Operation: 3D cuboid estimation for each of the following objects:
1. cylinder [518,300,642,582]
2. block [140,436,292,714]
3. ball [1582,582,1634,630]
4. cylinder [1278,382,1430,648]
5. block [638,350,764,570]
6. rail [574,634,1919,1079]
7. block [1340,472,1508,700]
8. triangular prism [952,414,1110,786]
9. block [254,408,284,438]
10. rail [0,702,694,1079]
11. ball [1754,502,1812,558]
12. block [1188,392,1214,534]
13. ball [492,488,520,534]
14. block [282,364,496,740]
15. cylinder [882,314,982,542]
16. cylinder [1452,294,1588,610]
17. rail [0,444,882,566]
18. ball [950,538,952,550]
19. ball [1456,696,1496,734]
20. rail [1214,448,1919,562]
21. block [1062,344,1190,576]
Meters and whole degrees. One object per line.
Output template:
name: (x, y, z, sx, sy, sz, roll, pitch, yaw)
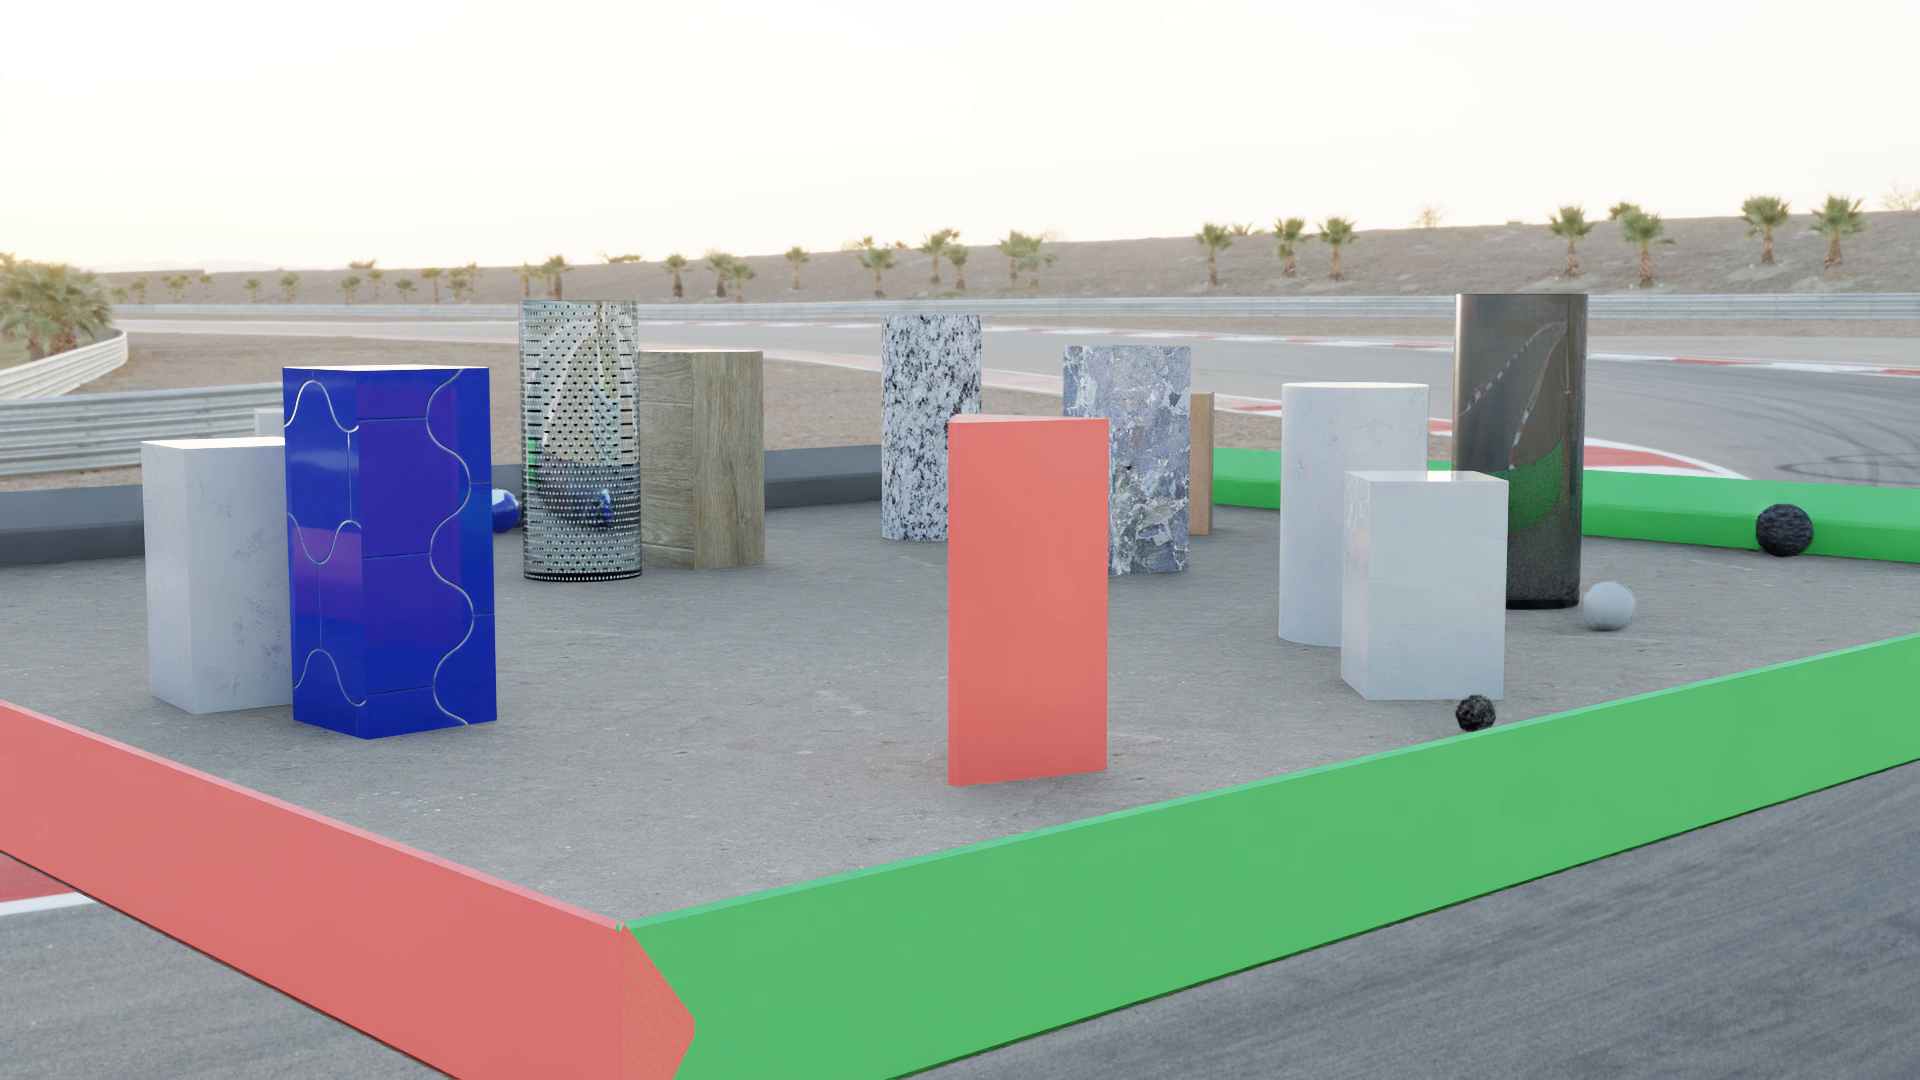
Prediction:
cylinder: (-0.635, -0.169, 3.681, 0.196, 0.460, 0.196, 0, 6, 0)
block: (-0.830, 0.035, 2.523, 0.157, 0.294, 0.157, -4, 7, -36)
ball: (0.903, 0.092, 3.062, 0.069, 0.069, 0.069, 0, 6, 0)
cylinder: (0.534, -0.039, 2.990, 0.196, 0.344, 0.196, 0, 6, 0)
block: (-0.456, -0.146, 3.870, 0.157, 0.373, 0.157, -6, 8, -44)
rail: (1.002, 0.146, 2.251, 3.248, 0.128, 0.045, -5, 8, -42)
block: (0.543, 0.050, 2.587, 0.157, 0.251, 0.157, 0, 6, -1)
triangular prism: (0.034, 0.050, 2.151, 0.170, 0.341, 0.147, -3, 7, -27)
block: (-1.049, -0.068, 3.553, 0.157, 0.284, 0.157, -2, 6, -20)
rail: (-1.176, 0.146, 2.253, 0.045, 0.128, 3.004, -5, 8, -42)
ball: (1.488, -0.018, 3.974, 0.098, 0.098, 0.098, 0, 6, 0)
block: (0.430, -0.159, 4.452, 0.157, 0.279, 0.157, 1, 6, 10)
ball: (-0.925, -0.058, 4.399, 0.089, 0.089, 0.089, 0, 6, 0)
block: (-0.616, 0.006, 2.376, 0.157, 0.383, 0.157, -6, 8, -44)
cylinder: (-0.056, -0.224, 4.329, 0.196, 0.435, 0.196, 0, 6, 0)
cylinder: (0.849, -0.139, 3.350, 0.196, 0.468, 0.196, 0, 6, 0)
rail: (-1.002, -0.080, 4.412, 3.248, 0.128, 0.045, -5, 8, -42)
ball: (0.023, 0.008, 3.817, 0.080, 0.080, 0.080, 0, 6, 0)
ball: (0.543, 0.184, 2.317, 0.041, 0.041, 0.041, 0, 6, 0)
rail: (1.176, -0.080, 4.411, 0.045, 0.128, 3.004, -5, 8, -42)
block: (0.286, -0.142, 3.790, 0.157, 0.383, 0.157, -3, 7, -29)
